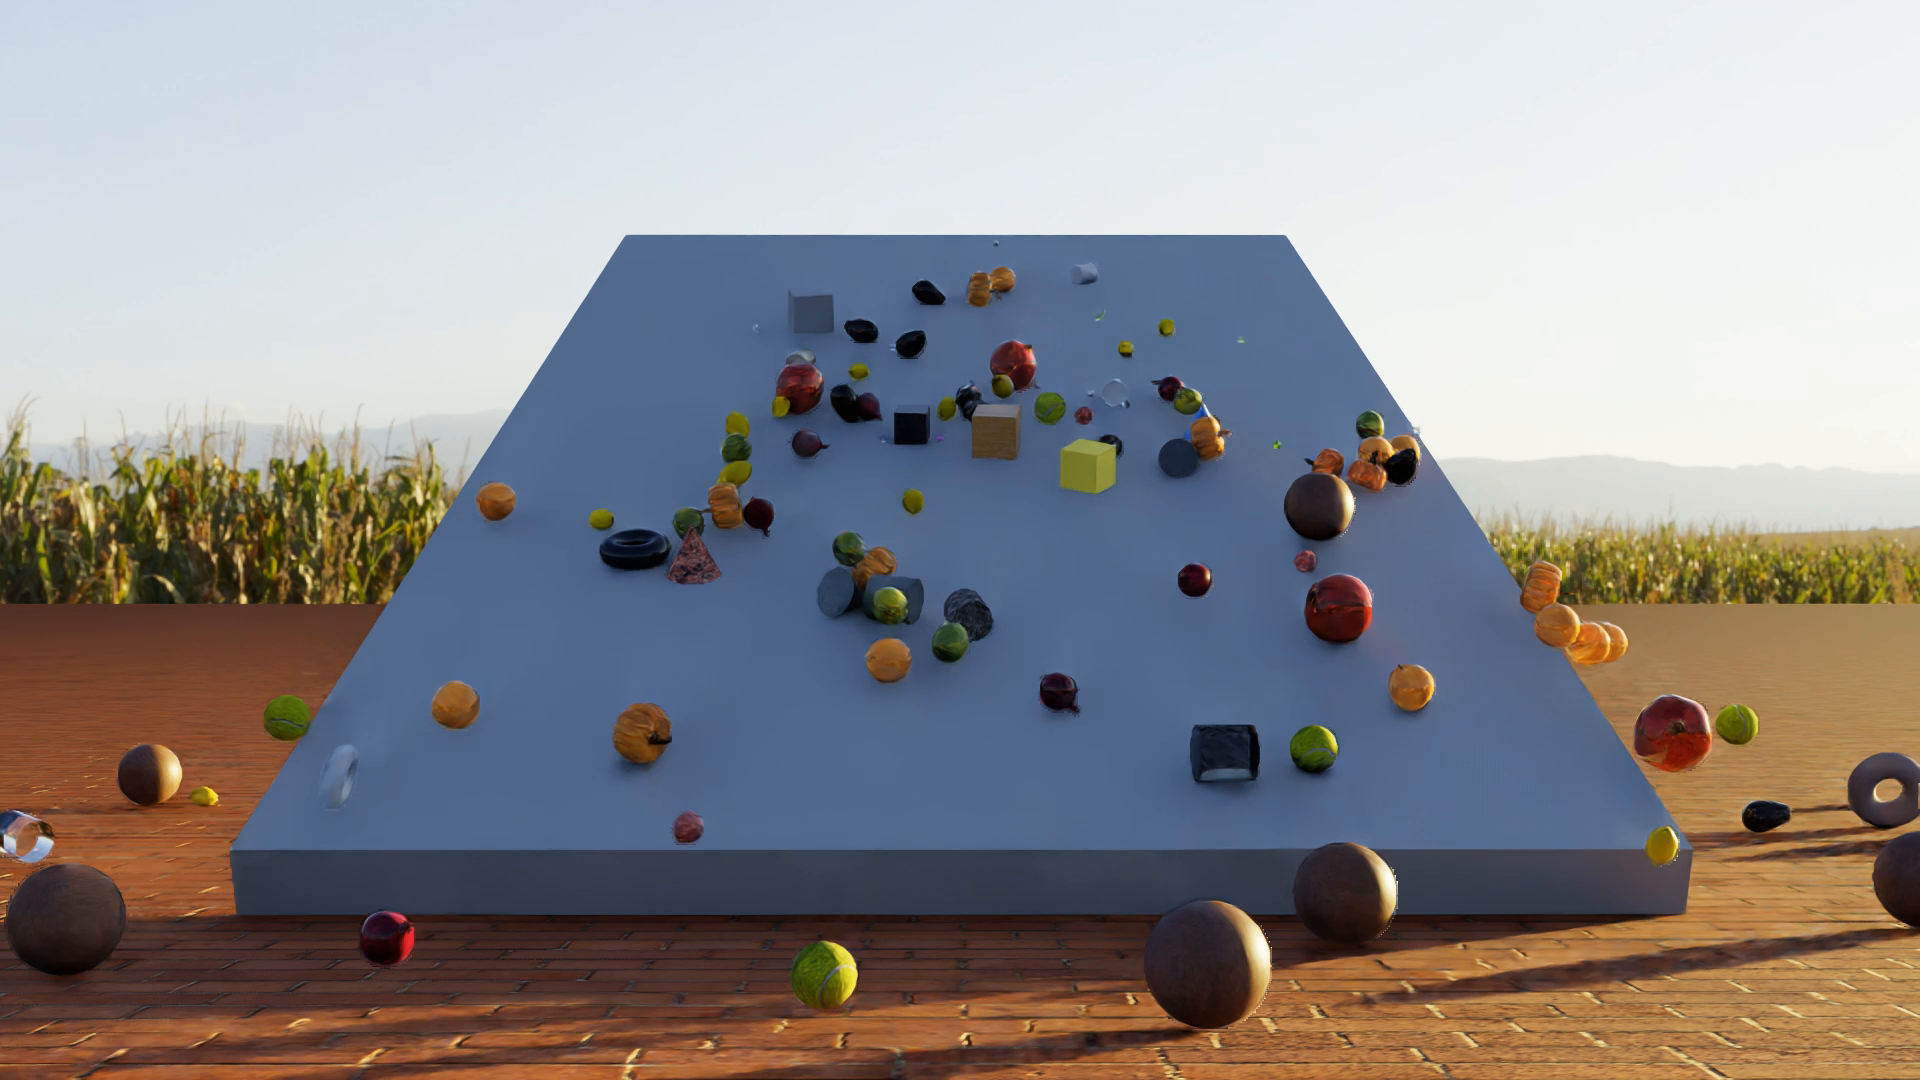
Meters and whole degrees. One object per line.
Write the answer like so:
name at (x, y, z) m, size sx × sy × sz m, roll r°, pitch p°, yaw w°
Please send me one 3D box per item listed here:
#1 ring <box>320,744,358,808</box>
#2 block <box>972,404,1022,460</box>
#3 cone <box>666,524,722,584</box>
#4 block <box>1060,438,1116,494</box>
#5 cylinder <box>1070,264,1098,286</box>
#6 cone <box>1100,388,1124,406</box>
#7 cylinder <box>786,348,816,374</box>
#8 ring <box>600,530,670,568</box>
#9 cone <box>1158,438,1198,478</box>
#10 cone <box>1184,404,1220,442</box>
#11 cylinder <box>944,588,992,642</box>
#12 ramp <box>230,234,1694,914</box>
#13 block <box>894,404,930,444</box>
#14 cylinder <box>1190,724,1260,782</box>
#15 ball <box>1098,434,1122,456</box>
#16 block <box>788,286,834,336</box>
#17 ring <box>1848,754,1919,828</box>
ring at (-0.876, 0.333, 3.192) m, size 0.031 × 0.094 × 0.094 m, roll 16°, pitch -2°, yaw -1°
block at (0.077, -0.229, 4.773) m, size 0.092 × 0.092 × 0.092 m, roll 3°, pitch 20°, yaw 8°
cone at (-0.481, 0.017, 4.075) m, size 0.099 × 0.099 × 0.099 m, roll 0°, pitch 20°, yaw 0°
block at (0.259, -0.148, 4.563) m, size 0.083 × 0.083 × 0.083 m, roll 12°, pitch 23°, yaw 30°
cylinder at (0.343, -0.732, 6.232) m, size 0.055 × 0.055 × 0.055 m, roll -12°, pitch 5°, yaw -32°
cone at (0.357, -0.327, 5.148) m, size 0.057 × 0.057 × 0.057 m, roll -1°, pitch 18°, yaw 25°
cylinder at (-0.378, -0.424, 5.375) m, size 0.052 × 0.052 × 0.052 m, roll -1°, pitch 18°, yaw 23°
ring at (-0.597, 0.017, 4.158) m, size 0.131 × 0.044 × 0.131 m, roll -1°, pitch 21°, yaw 0°
cone at (0.447, -0.162, 4.672) m, size 0.081 × 0.081 × 0.081 m, roll 0°, pitch -7°, yaw 0°
cone at (0.525, -0.261, 4.886) m, size 0.077 × 0.077 × 0.077 m, roll 0°, pitch 20°, yaw 0°
cylinder at (0.014, 0.127, 3.815) m, size 0.069 × 0.069 × 0.069 m, roll 0°, pitch 19°, yaw -14°
ramp at (-0.005, -0.204, 4.989) m, size 2.000 × 0.100 × 4.000 m, roll 0°, pitch 20°, yaw 0°
block at (-0.103, -0.249, 4.863) m, size 0.069 × 0.069 × 0.069 m, roll 2°, pitch 20°, yaw 4°
cylinder at (0.384, 0.309, 3.283) m, size 0.083 × 0.083 × 0.083 m, roll 0°, pitch -1°, yaw -6°
ball at (0.314, -0.196, 4.743) m, size 0.052 × 0.052 × 0.052 m, roll 0°, pitch -1°, yaw 0°
block at (-0.379, -0.584, 5.751) m, size 0.100 × 0.100 × 0.100 m, roll -4°, pitch 20°, yaw -12°
ring at (1.766, 0.476, 4.304) m, size 0.150 × 0.150 × 0.050 m, roll 0°, pitch 14°, yaw 9°
